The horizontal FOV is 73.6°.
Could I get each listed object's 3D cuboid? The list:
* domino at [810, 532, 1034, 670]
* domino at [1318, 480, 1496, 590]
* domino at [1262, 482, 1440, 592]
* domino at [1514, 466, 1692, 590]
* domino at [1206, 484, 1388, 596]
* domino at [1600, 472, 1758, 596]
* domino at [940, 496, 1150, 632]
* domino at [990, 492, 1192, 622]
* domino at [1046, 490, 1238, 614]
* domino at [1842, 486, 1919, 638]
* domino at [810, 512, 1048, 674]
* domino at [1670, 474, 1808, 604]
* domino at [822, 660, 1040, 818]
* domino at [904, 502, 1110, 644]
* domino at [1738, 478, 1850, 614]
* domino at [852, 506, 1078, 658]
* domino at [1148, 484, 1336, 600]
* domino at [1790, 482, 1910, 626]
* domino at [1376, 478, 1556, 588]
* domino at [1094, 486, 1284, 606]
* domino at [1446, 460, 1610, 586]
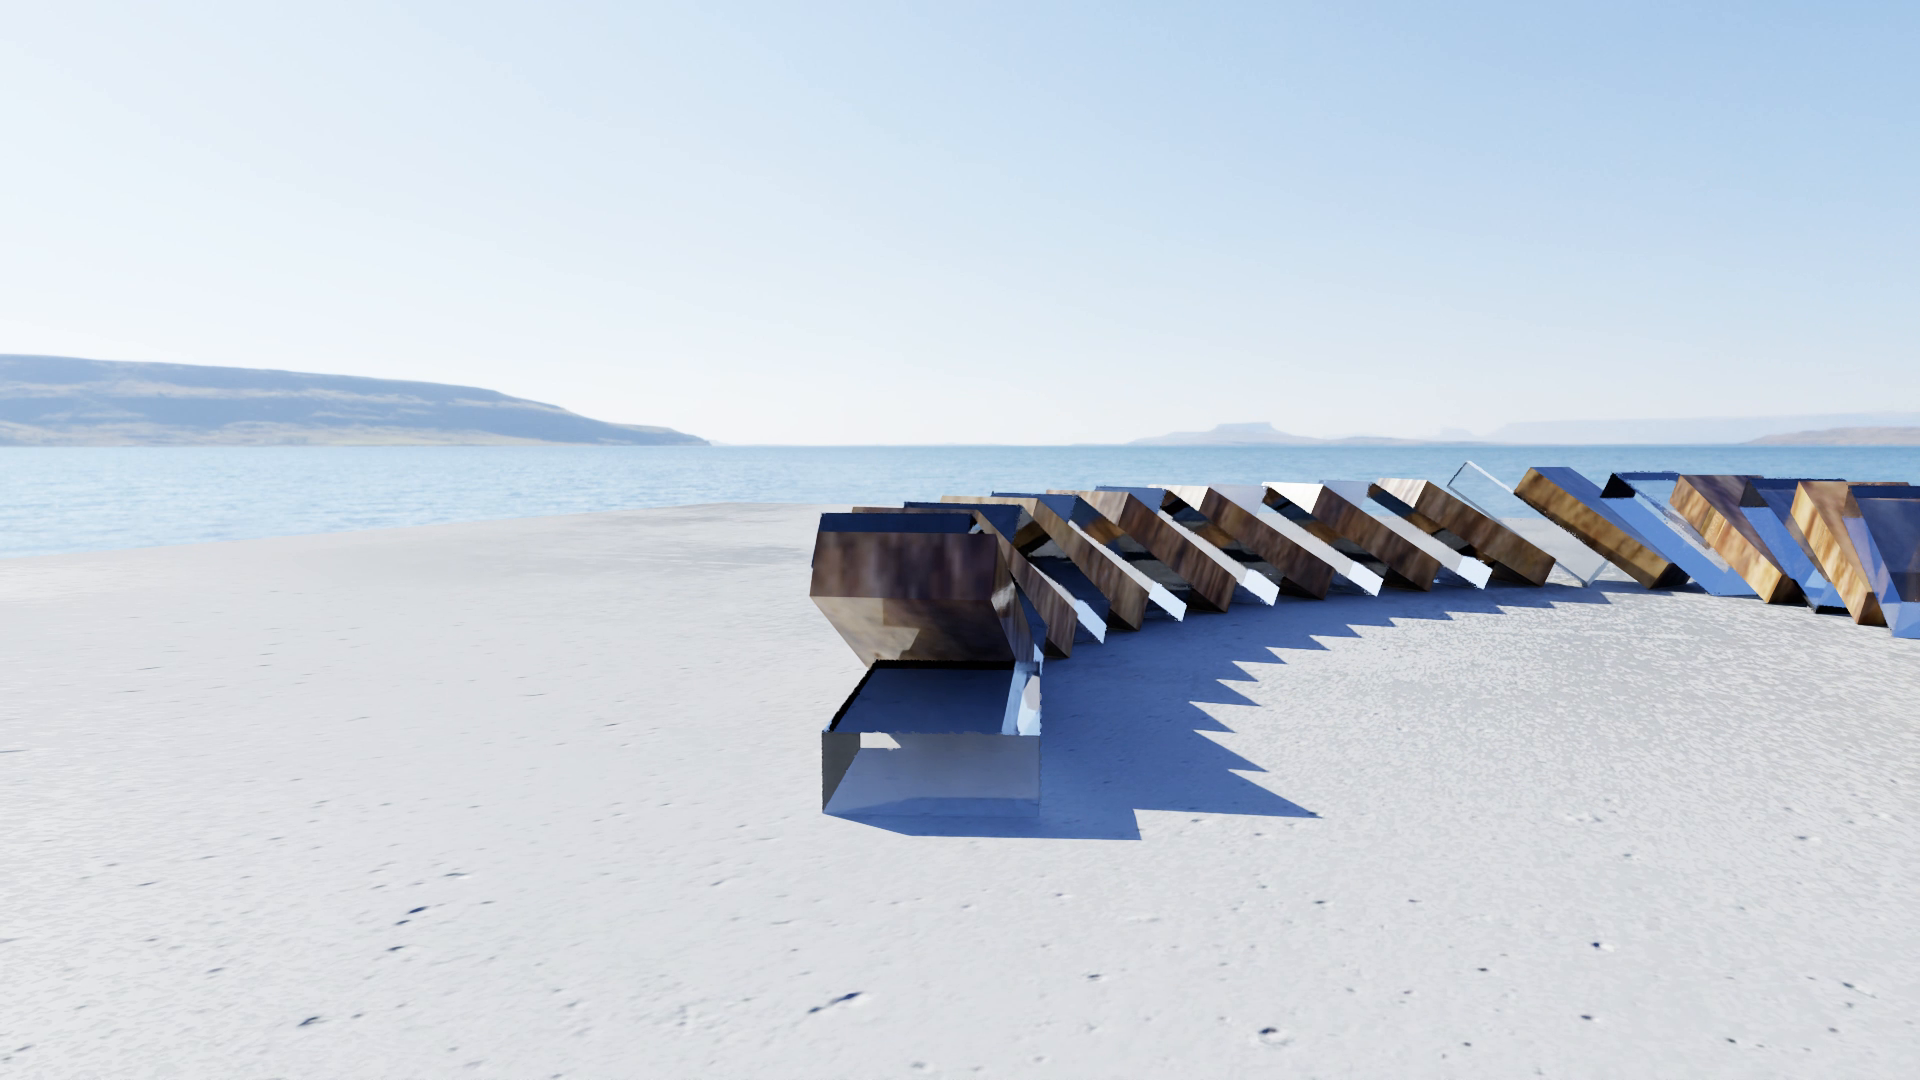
[{"bbox_3d":[-0.004,0.013,0.197,0.025,0.009,0.050,1,-22,10],"label":"domino"},{"bbox_3d":[0.130,-0.002,0.380,0.050,0.009,0.025,28,-5,-19],"label":"domino"},{"bbox_3d":[0.111,-0.001,0.369,0.050,0.010,0.025,28,-8,-25],"label":"domino"},{"bbox_3d":[0.199,-0.005,0.394,0.025,0.009,0.050,-3,38,-39],"label":"domino"},{"bbox_3d":[0.093,0.000,0.359,0.050,0.010,0.025,29,-10,-27],"label":"domino"},{"bbox_3d":[0.217,-0.003,0.380,0.025,0.009,0.050,-1,35,-17],"label":"domino"},{"bbox_3d":[0.018,0.006,0.282,0.025,0.009,0.050,3,-22,39],"label":"domino"},{"bbox_3d":[0.030,0.004,0.300,0.025,0.009,0.050,4,-22,44],"label":"domino"},{"bbox_3d":[0.044,0.003,0.316,0.025,0.010,0.050,4,-21,46],"label":"domino"},{"bbox_3d":[0.225,0.004,0.296,0.025,0.009,0.050,2,33,21],"label":"domino"},{"bbox_3d":[-0.004,0.010,0.219,0.025,0.010,0.050,1,-23,19],"label":"domino"},{"bbox_3d":[0.225,-0.001,0.360,0.025,0.010,0.050,0,34,-5],"label":"domino"},{"bbox_3d":[-0.002,0.025,0.172,0.025,0.009,0.050,0,4,3],"label":"domino"},{"bbox_3d":[0.010,0.007,0.261,0.025,0.009,0.050,2,-22,28],"label":"domino"},{"bbox_3d":[0.229,0.001,0.338,0.025,0.009,0.050,1,34,7],"label":"domino"},{"bbox_3d":[0.001,0.009,0.242,0.025,0.009,0.050,2,-22,28],"label":"domino"},{"bbox_3d":[0.075,0.001,0.348,0.050,0.009,0.025,29,-10,-27],"label":"domino"},{"bbox_3d":[0.228,0.002,0.317,0.025,0.009,0.050,1,34,14],"label":"domino"},{"bbox_3d":[0.151,-0.002,0.387,0.050,0.009,0.025,28,-3,-14],"label":"domino"},{"bbox_3d":[0.058,0.002,0.333,0.050,0.010,0.025,31,-15,-34],"label":"domino"},{"bbox_3d":[0.176,-0.006,0.398,0.050,0.009,0.025,40,18,17],"label":"domino"}]
